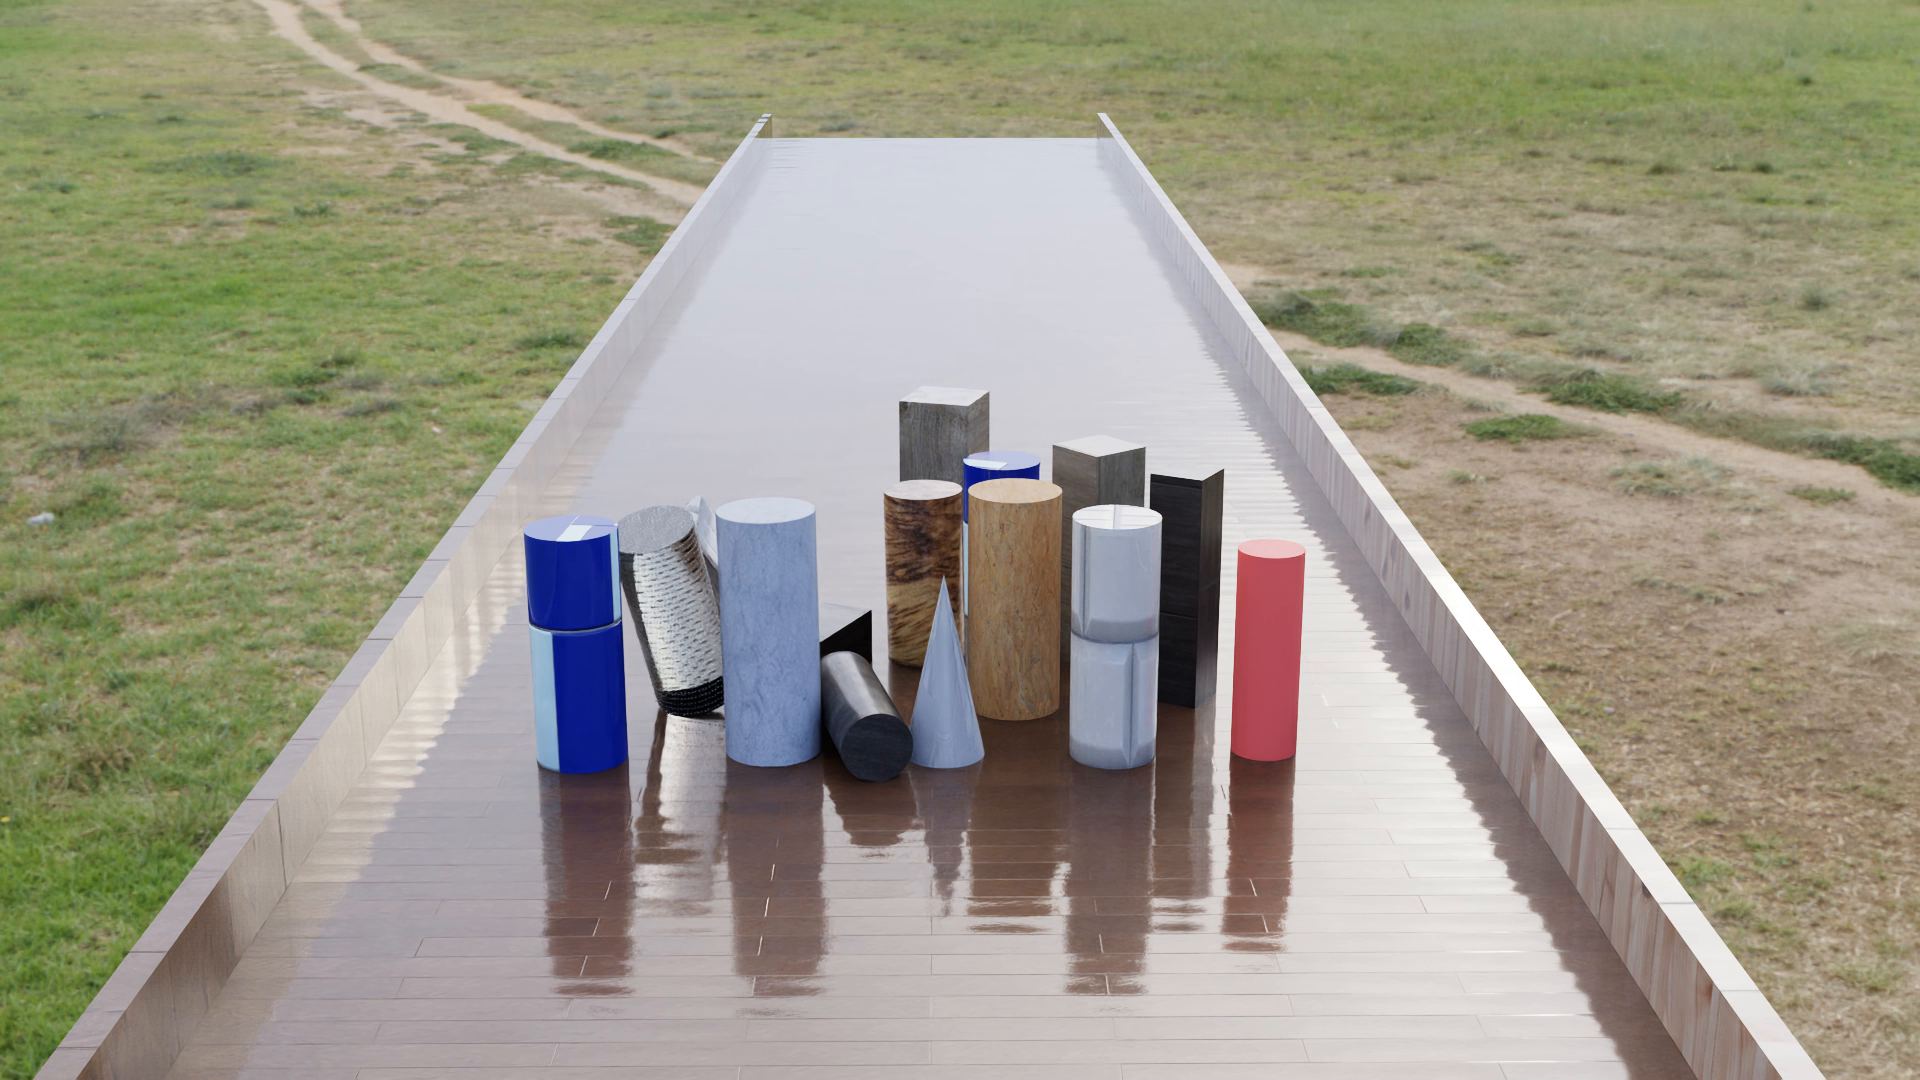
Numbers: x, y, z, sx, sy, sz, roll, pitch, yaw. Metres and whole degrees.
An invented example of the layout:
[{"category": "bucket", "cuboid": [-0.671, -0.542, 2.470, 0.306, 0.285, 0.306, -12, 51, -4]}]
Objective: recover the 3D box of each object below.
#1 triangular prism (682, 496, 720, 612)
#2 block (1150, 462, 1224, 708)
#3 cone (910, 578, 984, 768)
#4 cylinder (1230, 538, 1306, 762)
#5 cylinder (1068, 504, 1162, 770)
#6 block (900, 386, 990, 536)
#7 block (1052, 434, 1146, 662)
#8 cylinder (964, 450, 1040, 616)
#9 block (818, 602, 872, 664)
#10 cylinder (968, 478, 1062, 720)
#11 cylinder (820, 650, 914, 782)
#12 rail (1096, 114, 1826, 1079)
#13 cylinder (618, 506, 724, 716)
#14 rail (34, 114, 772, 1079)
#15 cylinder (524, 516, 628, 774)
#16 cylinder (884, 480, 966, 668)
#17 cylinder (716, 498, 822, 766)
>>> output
[{"category": "triangular prism", "cuboid": [-0.428, 0.082, 4.256, 0.106, 0.427, 0.092, 13, 59, 37]}, {"category": "block", "cuboid": [0.424, 0.085, 4.159, 0.104, 0.446, 0.104, 9, 19, 28]}, {"category": "cone", "cuboid": [-0.028, 0.220, 3.896, 0.145, 0.337, 0.145, 0, 17, 0]}, {"category": "cylinder", "cuboid": [0.547, 0.195, 3.909, 0.118, 0.377, 0.118, 0, 17, 0]}, {"category": "cylinder", "cuboid": [0.273, 0.171, 3.882, 0.156, 0.440, 0.156, 0, 17, 0]}, {"category": "block", "cuboid": [-0.033, -0.113, 4.866, 0.157, 0.422, 0.157, 5, 17, 17]}, {"category": "block", "cuboid": [0.273, 0.025, 4.374, 0.129, 0.439, 0.129, -13, 21, -37]}, {"category": "cylinder", "cuboid": [0.088, -0.007, 4.662, 0.163, 0.335, 0.163, 0, 17, 0]}, {"category": "block", "cuboid": [-0.294, 0.227, 4.272, 0.110, 0.110, 0.329, 7, 18, 23]}, {"category": "cylinder", "cuboid": [0.102, 0.110, 4.119, 0.174, 0.420, 0.174, 0, 17, 0]}, {"category": "cylinder", "cuboid": [-0.182, 0.313, 3.953, 0.127, 0.127, 0.334, -4, 17, -13]}, {"category": "rail", "cuboid": [0.932, -0.844, 7.801, 0.050, 0.150, 12.000, 0, 17, -1]}, {"category": "cylinder", "cuboid": [-0.529, 0.133, 4.078, 0.158, 0.368, 0.158, -8, 32, 5]}, {"category": "rail", "cuboid": [-1.118, -0.838, 7.780, 0.050, 0.150, 12.000, 0, 17, -1]}, {"category": "cylinder", "cuboid": [-0.674, 0.183, 3.867, 0.162, 0.425, 0.162, 0, 17, 0]}, {"category": "cylinder", "cuboid": [-0.070, 0.067, 4.388, 0.156, 0.347, 0.156, -1, 16, 0]}, {"category": "cylinder", "cuboid": [-0.336, 0.162, 3.898, 0.174, 0.445, 0.174, -1, 16, 0]}]
